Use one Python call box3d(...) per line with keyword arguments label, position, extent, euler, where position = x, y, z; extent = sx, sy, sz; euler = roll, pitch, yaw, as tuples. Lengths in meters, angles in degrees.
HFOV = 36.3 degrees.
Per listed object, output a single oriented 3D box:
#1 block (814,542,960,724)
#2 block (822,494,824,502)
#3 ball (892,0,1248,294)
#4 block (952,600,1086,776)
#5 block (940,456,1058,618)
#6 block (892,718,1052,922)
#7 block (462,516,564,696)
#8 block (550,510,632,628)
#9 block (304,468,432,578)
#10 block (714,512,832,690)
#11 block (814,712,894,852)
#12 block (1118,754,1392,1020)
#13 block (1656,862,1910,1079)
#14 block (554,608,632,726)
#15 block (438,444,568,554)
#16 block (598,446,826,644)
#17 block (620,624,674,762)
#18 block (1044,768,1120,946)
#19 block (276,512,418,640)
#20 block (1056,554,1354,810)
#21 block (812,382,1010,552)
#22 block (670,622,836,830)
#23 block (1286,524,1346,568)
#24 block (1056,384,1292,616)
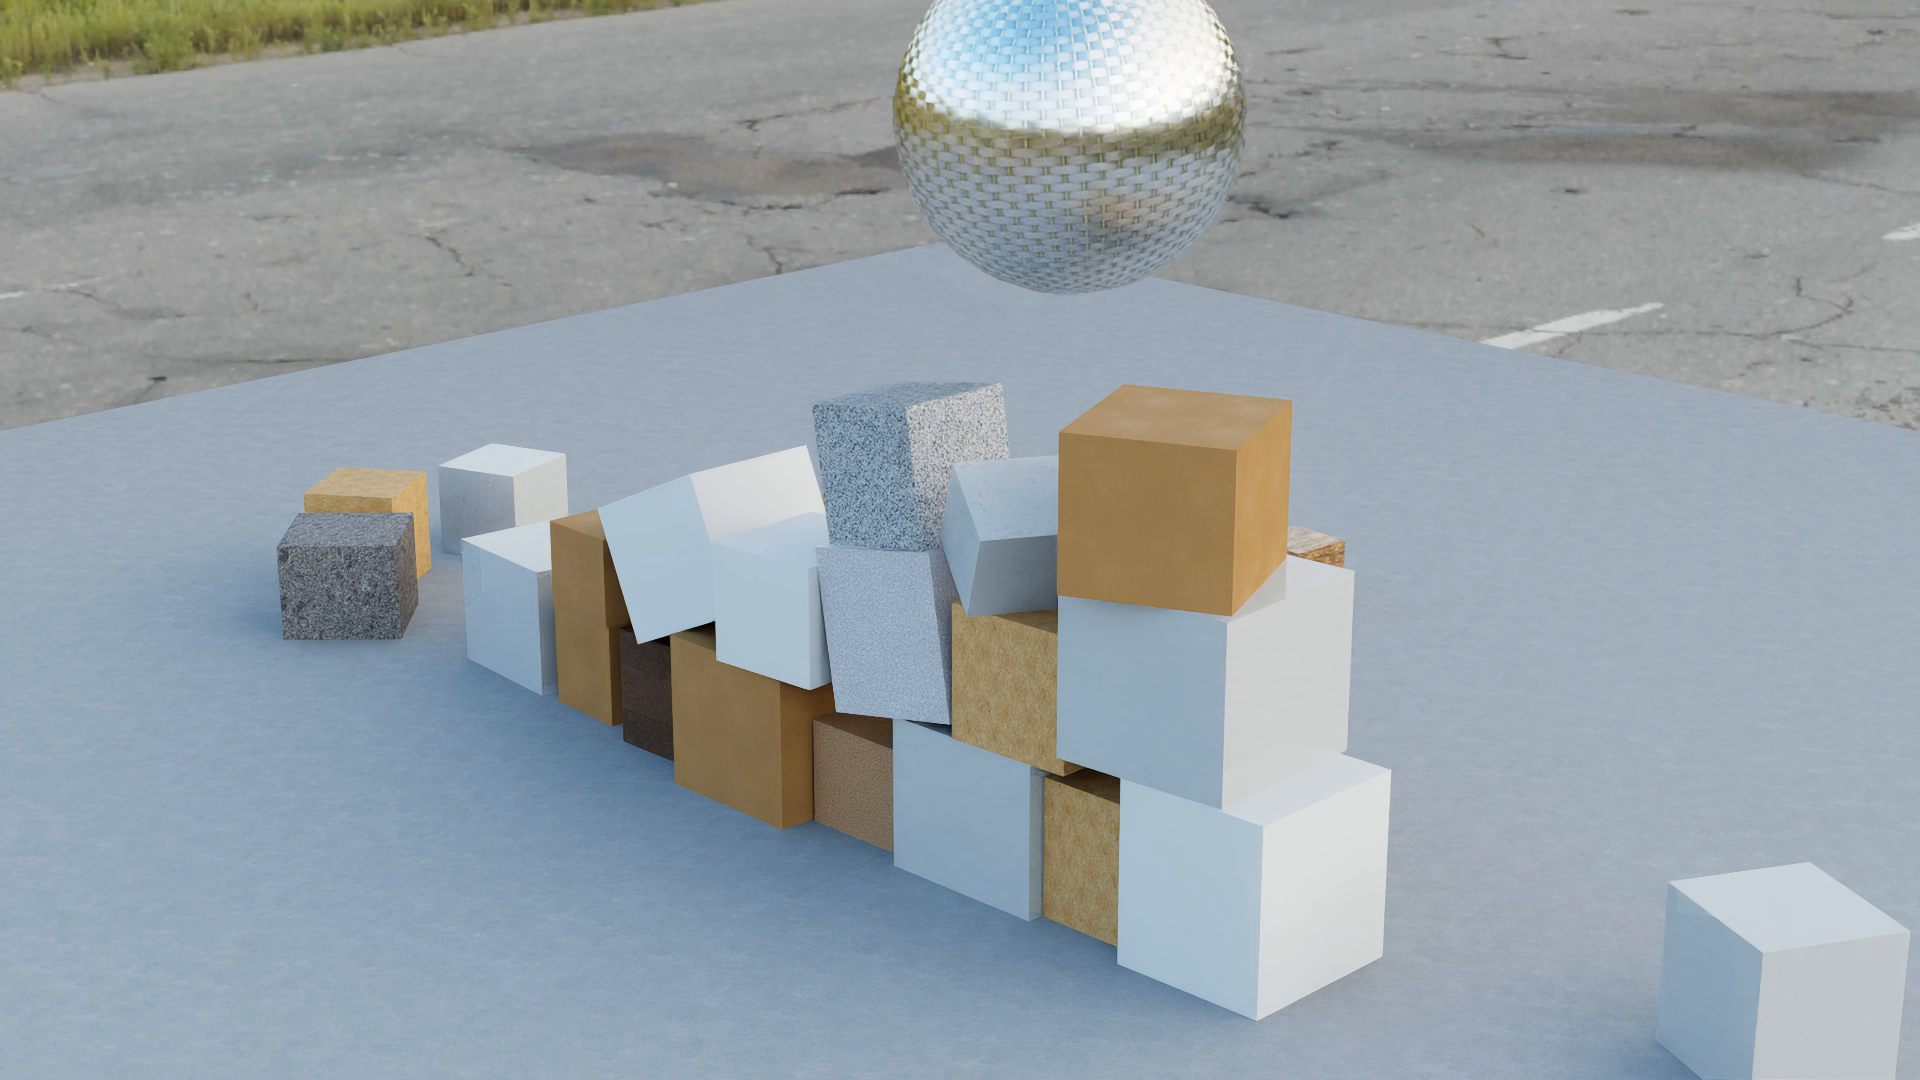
box3d(label="block", position=(-0.105, 0.345, 13.491), extent=(0.710, 0.782, 0.751), euler=(3, 14, 42))
box3d(label="block", position=(-0.511, 0.170, 16.650), extent=(0.702, 0.692, 0.749), euler=(4, 18, 13))
box3d(label="ball", position=(0.495, -1.913, 13.260), extent=(1.600, 1.600, 1.600), euler=(0, 17, 0))
box3d(label="block", position=(0.464, 0.565, 13.017), extent=(0.659, 0.638, 0.758), euler=(16, 23, 41))
box3d(label="block", position=(0.242, -0.020, 12.762), extent=(0.506, 0.459, 0.489), euler=(-5, 45, -15))
box3d(label="block", position=(0.267, 1.163, 13.410), extent=(0.862, 0.740, 0.758), euler=(17, 24, 42))
box3d(label="block", position=(-2.227, 0.351, 16.073), extent=(0.664, 0.693, 0.774), euler=(-14, 22, -38))
box3d(label="block", position=(-1.778, 0.127, 15.093), extent=(0.466, 0.468, 0.456), euler=(-16, 23, -41))
box3d(label="block", position=(-3.530, -0.052, 17.499), extent=(0.545, 0.607, 0.569), euler=(3, 18, 10))
box3d(label="block", position=(-0.706, 0.277, 13.880), extent=(0.619, 0.589, 0.660), euler=(15, 23, 39))
box3d(label="block", position=(-0.275, 1.108, 13.953), extent=(0.552, 0.519, 0.641), euler=(-17, 24, -42))
box3d(label="block", position=(1.247, 1.393, 12.471), extent=(0.767, 0.864, 0.855), euler=(16, 24, 42))
box3d(label="block", position=(3.235, 1.763, 11.572), extent=(0.647, 0.697, 0.688), euler=(-5, 18, -17))
box3d(label="block", position=(-1.748, 0.559, 15.534), extent=(0.600, 0.620, 0.499), euler=(-15, 23, -39))
box3d(label="block", position=(-2.825, -0.234, 18.178), extent=(0.554, 0.547, 0.573), euler=(8, 19, 25))
box3d(label="block", position=(-1.185, 0.024, 14.596), extent=(0.755, 0.708, 0.788), euler=(-16, 0, -43))
box3d(label="block", position=(-1.311, 0.746, 14.948), extent=(0.614, 0.614, 0.567), euler=(17, 24, 42))
box3d(label="block", position=(0.782, 1.345, 12.955), extent=(0.628, 0.666, 0.537), euler=(-17, 24, -42))
box3d(label="block", position=(-3.495, 0.203, 16.776), extent=(0.664, 0.554, 0.641), euler=(0, 17, -1))
box3d(label="block", position=(1.037, 0.530, 12.430), extent=(0.876, 0.808, 0.897), euler=(15, 23, 39))
box3d(label="block", position=(-0.204, -0.346, 13.332), extent=(0.602, 0.649, 0.622), euler=(-17, 15, -42))
box3d(label="block", position=(-0.812, 0.828, 14.409), extent=(0.878, 0.779, 0.818), euler=(-16, 24, -41))
box3d(label="block", position=(1.966, 0.165, 17.217), extent=(0.396, 0.360, 0.415), euler=(-14, 22, -38))
box3d(label="block", position=(0.898, -0.180, 12.184), extent=(0.746, 0.695, 0.835), euler=(7, 19, 20))
